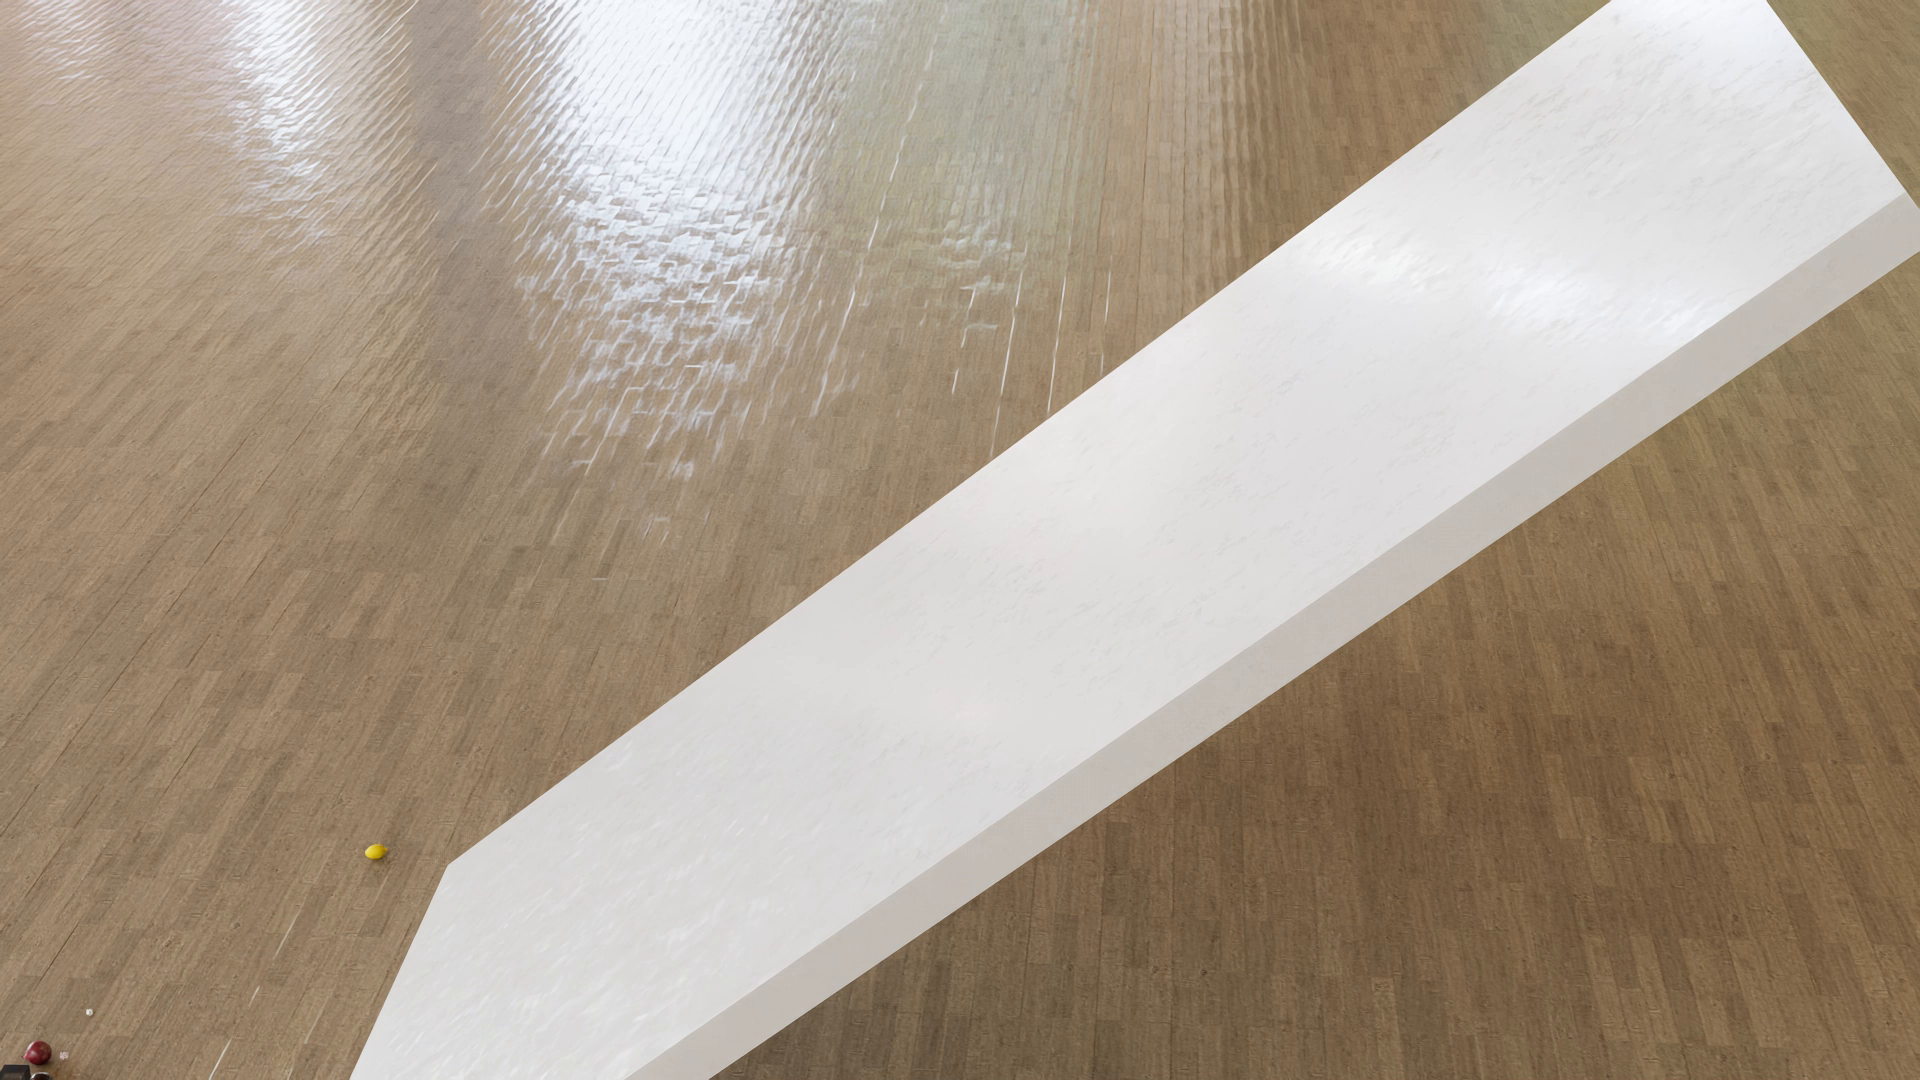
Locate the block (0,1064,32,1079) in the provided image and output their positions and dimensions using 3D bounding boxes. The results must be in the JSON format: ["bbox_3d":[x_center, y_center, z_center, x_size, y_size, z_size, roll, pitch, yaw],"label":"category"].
[{"bbox_3d":[-2.260,1.296,7.028,0.060,0.060,0.060,1,24,2],"label":"block"}]

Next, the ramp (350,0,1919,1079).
[{"bbox_3d":[0.118,0.187,6.346,4.000,0.100,2.000,-36,16,18],"label":"ramp"}]
